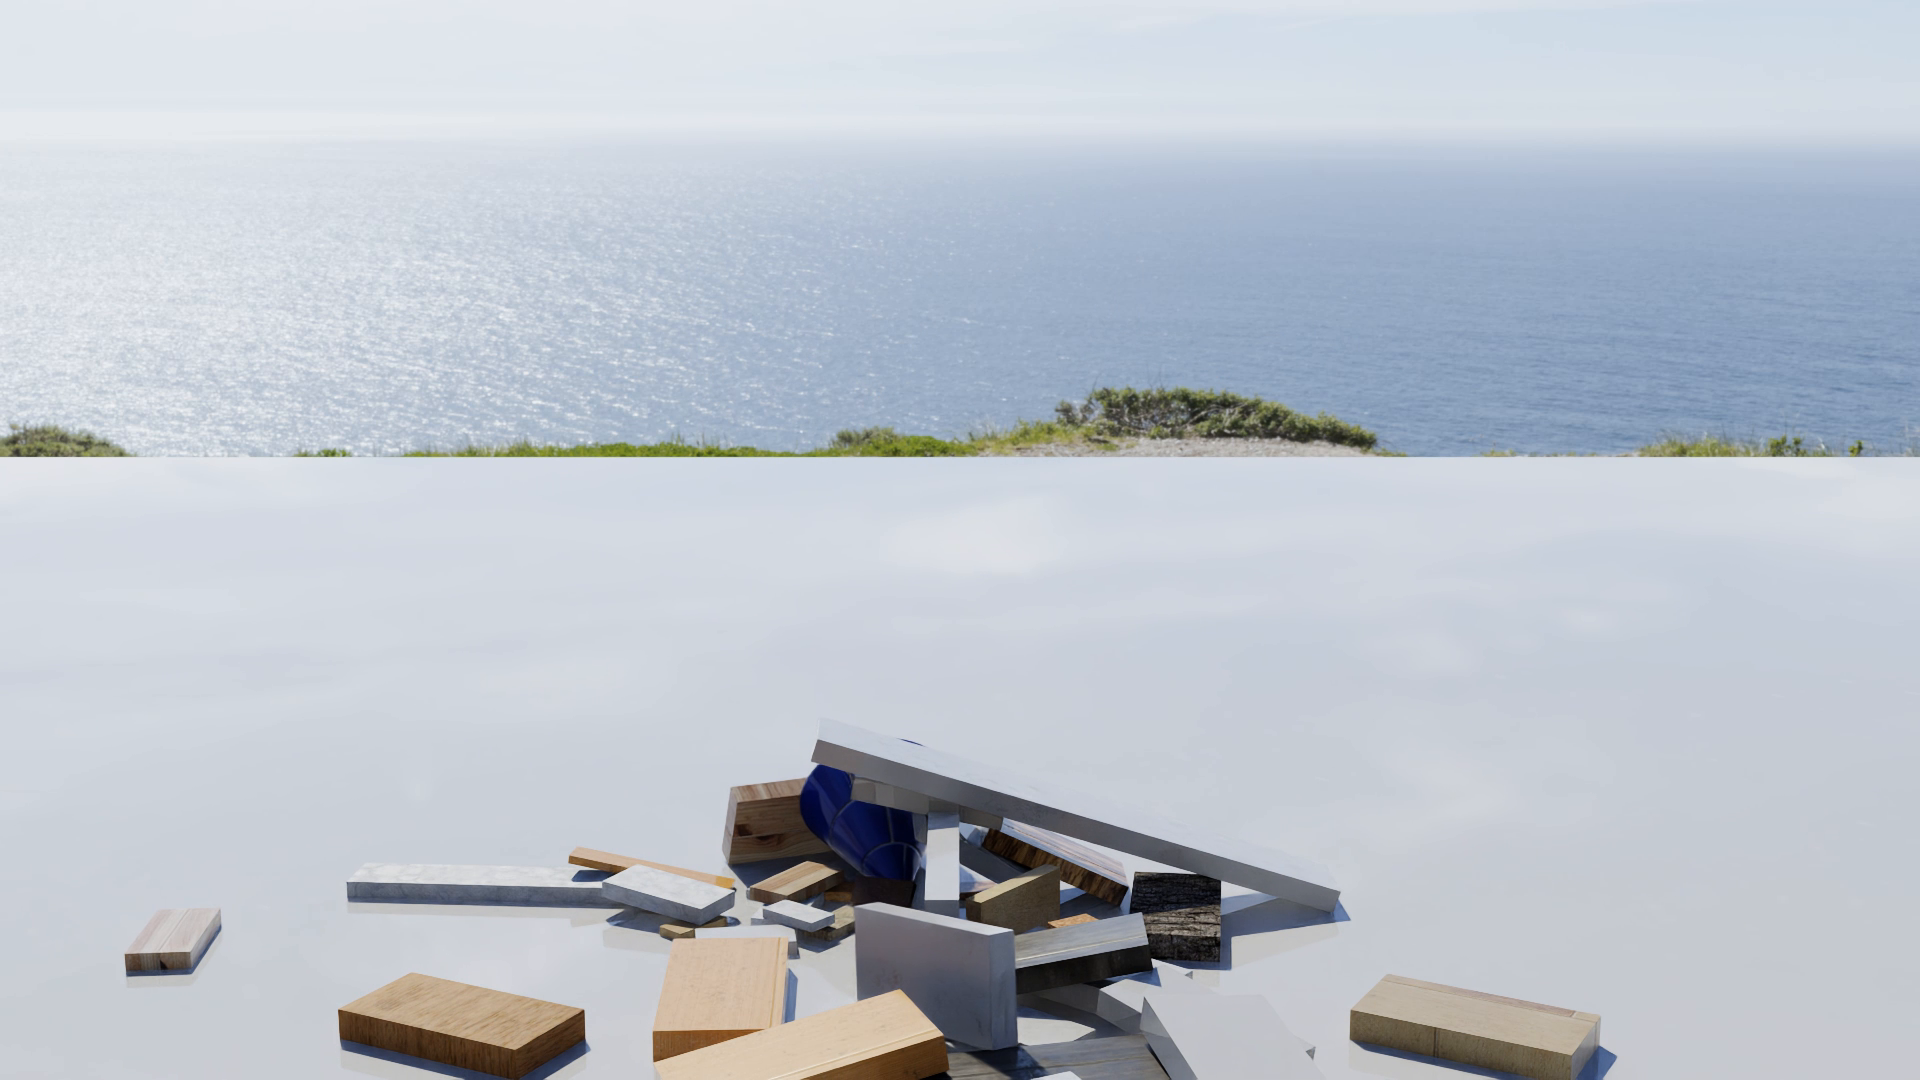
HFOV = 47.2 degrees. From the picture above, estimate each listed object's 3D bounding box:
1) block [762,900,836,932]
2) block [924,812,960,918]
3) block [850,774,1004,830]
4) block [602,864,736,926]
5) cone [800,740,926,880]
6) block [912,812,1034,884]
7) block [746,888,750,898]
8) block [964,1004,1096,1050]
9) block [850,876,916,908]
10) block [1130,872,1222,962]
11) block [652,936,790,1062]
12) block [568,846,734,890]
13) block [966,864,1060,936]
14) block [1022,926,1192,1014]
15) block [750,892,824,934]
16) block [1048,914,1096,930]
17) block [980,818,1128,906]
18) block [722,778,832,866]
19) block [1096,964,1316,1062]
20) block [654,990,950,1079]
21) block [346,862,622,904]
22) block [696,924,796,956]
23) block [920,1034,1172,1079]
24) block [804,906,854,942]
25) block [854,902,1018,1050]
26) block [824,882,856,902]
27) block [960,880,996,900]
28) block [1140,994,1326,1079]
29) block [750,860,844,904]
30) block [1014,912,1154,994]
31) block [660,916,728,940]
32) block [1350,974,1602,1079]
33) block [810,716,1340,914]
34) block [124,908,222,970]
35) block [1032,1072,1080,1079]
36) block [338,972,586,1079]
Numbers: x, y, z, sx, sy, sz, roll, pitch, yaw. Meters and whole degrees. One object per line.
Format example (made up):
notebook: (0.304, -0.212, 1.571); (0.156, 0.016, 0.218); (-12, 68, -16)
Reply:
block: (-0.256, 0.595, 3.482); (0.107, 0.015, 0.054); (9, 14, 39)
block: (-0.026, 0.561, 3.350); (0.049, 0.174, 0.410); (0, 11, 0)
block: (-0.052, 0.418, 3.627); (0.250, 0.035, 0.125); (12, 10, -2)
block: (-0.473, 0.574, 3.564); (0.194, 0.027, 0.097); (10, 14, 26)
cone: (-0.121, 0.522, 3.709); (0.266, 0.266, 0.266); (-2, 37, -12)
block: (0.040, 0.516, 3.626); (0.250, 0.035, 0.125); (30, 9, -9)
block: (-0.309, 0.581, 3.679); (0.050, 0.014, 0.099); (6, 12, 30)
block: (0.076, 0.686, 3.072); (0.206, 0.029, 0.103); (9, 14, 40)
block: (-0.126, 0.580, 3.606); (0.099, 0.014, 0.049); (3, 52, 16)
block: (0.344, 0.599, 3.512); (0.144, 0.041, 0.287); (1, 11, 7)
block: (-0.339, 0.659, 3.165); (0.174, 0.049, 0.347); (0, 11, -3)
block: (-0.516, 0.555, 3.684); (0.275, 0.014, 0.050); (11, 11, 4)
block: (0.084, 0.583, 3.425); (0.029, 0.103, 0.206); (8, 13, 37)
block: (0.185, 0.644, 3.265); (0.287, 0.041, 0.144); (9, 14, 39)
block: (-0.278, 0.599, 3.561); (0.077, 0.022, 0.154); (2, 11, 12)
block: (0.203, 0.602, 3.322); (0.073, 0.021, 0.146); (-7, 12, -32)
block: (0.155, 0.523, 3.656); (0.250, 0.035, 0.125); (24, 9, -5)
block: (-0.265, 0.483, 3.844); (0.287, 0.144, 0.041); (-5, 36, -23)
block: (0.334, 0.671, 3.013); (0.136, 0.039, 0.273); (-10, 23, -43)
block: (-0.208, 0.686, 2.866); (0.347, 0.049, 0.174); (-13, 13, -18)
block: (-0.774, 0.574, 3.679); (0.482, 0.027, 0.097); (1, 11, 4)
block: (-0.334, 0.625, 3.422); (0.154, 0.022, 0.077); (-1, 11, -8)
block: (0.105, 0.715, 2.863); (0.339, 0.048, 0.170); (-3, 11, -14)
block: (-0.195, 0.612, 3.508); (0.054, 0.015, 0.107); (7, 13, 35)
block: (-0.037, 0.602, 3.055); (0.044, 0.154, 0.309); (-3, 1, -38)
block: (-0.220, 0.584, 3.660); (0.107, 0.015, 0.054); (1, 11, 7)
block: (0.013, 0.584, 3.661); (0.099, 0.014, 0.050); (-2, 11, -10)
block: (0.365, 0.684, 2.813); (0.170, 0.048, 0.339); (2, 15, -14)
block: (-0.267, 0.566, 3.618); (0.077, 0.022, 0.154); (7, 13, 33)
block: (0.137, 0.605, 3.186); (0.273, 0.039, 0.136); (-11, 9, 2)
block: (-0.424, 0.614, 3.499); (0.049, 0.014, 0.099); (9, 14, 41)
block: (0.718, 0.680, 3.067); (0.309, 0.044, 0.154); (6, 12, 29)
block: (0.188, 0.449, 3.599); (0.886, 0.039, 0.136); (17, 10, -5)
block: (-1.224, 0.621, 3.428); (0.097, 0.027, 0.193); (-1, 11, -5)
block: (0.149, 0.713, 2.664); (0.103, 0.029, 0.247); (-5, 12, -26)
block: (-0.697, 0.677, 3.078); (0.309, 0.044, 0.154); (5, 12, 26)
